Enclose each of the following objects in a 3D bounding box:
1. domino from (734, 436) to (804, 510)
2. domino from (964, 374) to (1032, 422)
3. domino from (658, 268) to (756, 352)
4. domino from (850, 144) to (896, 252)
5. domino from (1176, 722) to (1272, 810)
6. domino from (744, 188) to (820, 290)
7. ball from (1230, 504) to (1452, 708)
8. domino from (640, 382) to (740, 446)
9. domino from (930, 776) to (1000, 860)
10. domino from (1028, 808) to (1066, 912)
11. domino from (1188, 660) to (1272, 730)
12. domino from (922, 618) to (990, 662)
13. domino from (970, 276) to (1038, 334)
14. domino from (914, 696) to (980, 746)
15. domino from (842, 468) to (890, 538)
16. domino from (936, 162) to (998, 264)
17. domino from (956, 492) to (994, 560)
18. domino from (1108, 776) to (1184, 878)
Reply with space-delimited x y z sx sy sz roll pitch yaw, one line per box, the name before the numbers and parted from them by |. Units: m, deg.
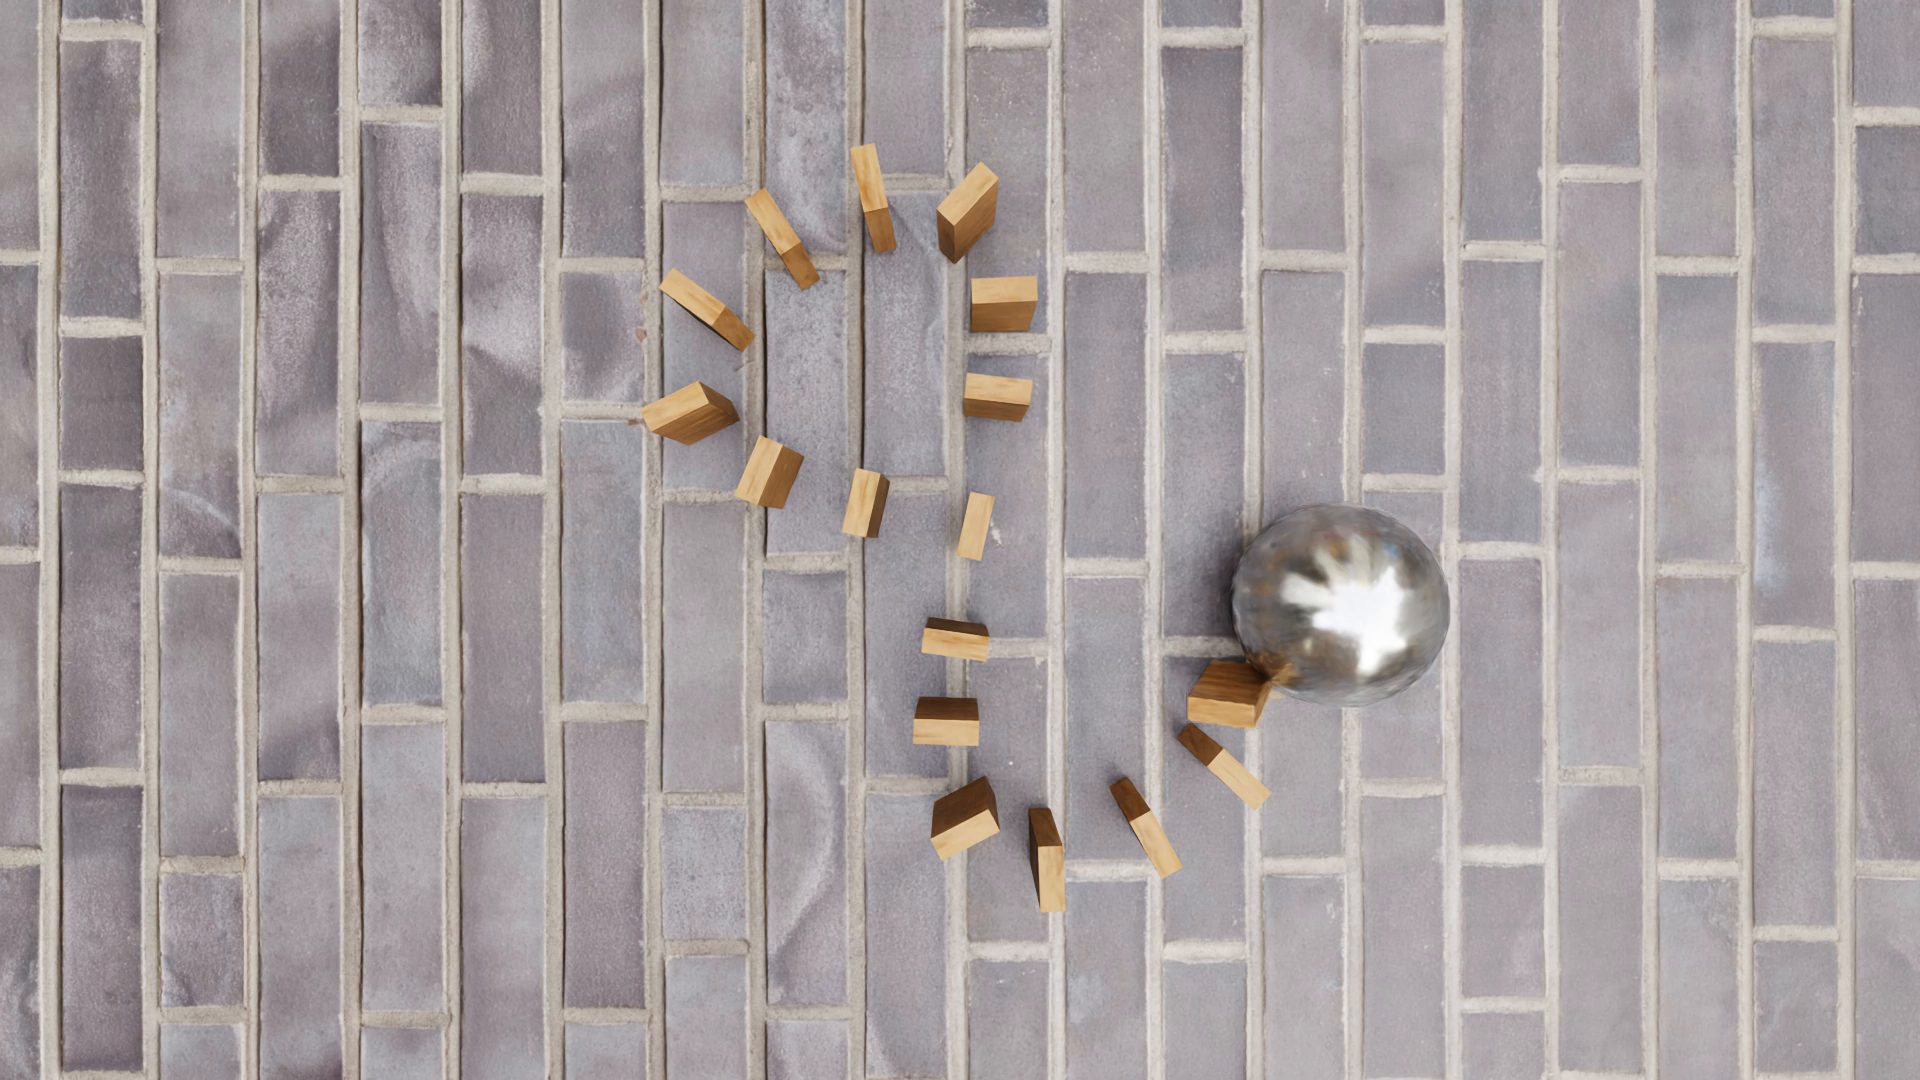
domino | -0.077 -0.027 0.375 0.010 0.050 0.025 23 90 0
domino | 0.015 -0.058 0.375 0.025 0.050 0.010 7 90 0
domino | -0.102 -0.093 0.375 0.025 0.050 0.009 36 90 0
domino | -0.035 -0.138 0.375 0.010 0.050 0.025 -12 90 0
domino | 0.107 0.092 0.375 0.025 0.050 0.009 43 90 0
domino | -0.072 -0.122 0.375 0.010 0.050 0.025 -33 90 0
ball | 0.148 0.026 0.360 0.080 0.080 0.080 0 90 0
domino | -0.109 -0.051 0.375 0.025 0.050 0.009 -26 90 0
domino | 0.002 0.113 0.375 0.025 0.050 0.010 -27 90 0
domino | 0.035 0.130 0.375 0.010 0.050 0.025 -2 90 0
domino | 0.110 0.062 0.372 0.025 0.050 0.009 4 101 25
domino | -0.002 0.040 0.375 0.025 0.050 0.010 8 90 0
domino | 0.017 -0.096 0.375 0.025 0.050 0.009 -3 90 0
domino | -0.005 0.074 0.375 0.025 0.050 0.010 2 90 0
domino | -0.038 -0.014 0.375 0.010 0.050 0.025 13 90 0
domino | 0.003 -0.132 0.375 0.010 0.050 0.025 43 90 0
domino | 0.006 -0.005 0.375 0.010 0.050 0.025 13 90 0
domino | 0.075 0.116 0.375 0.009 0.050 0.025 -29 90 0
